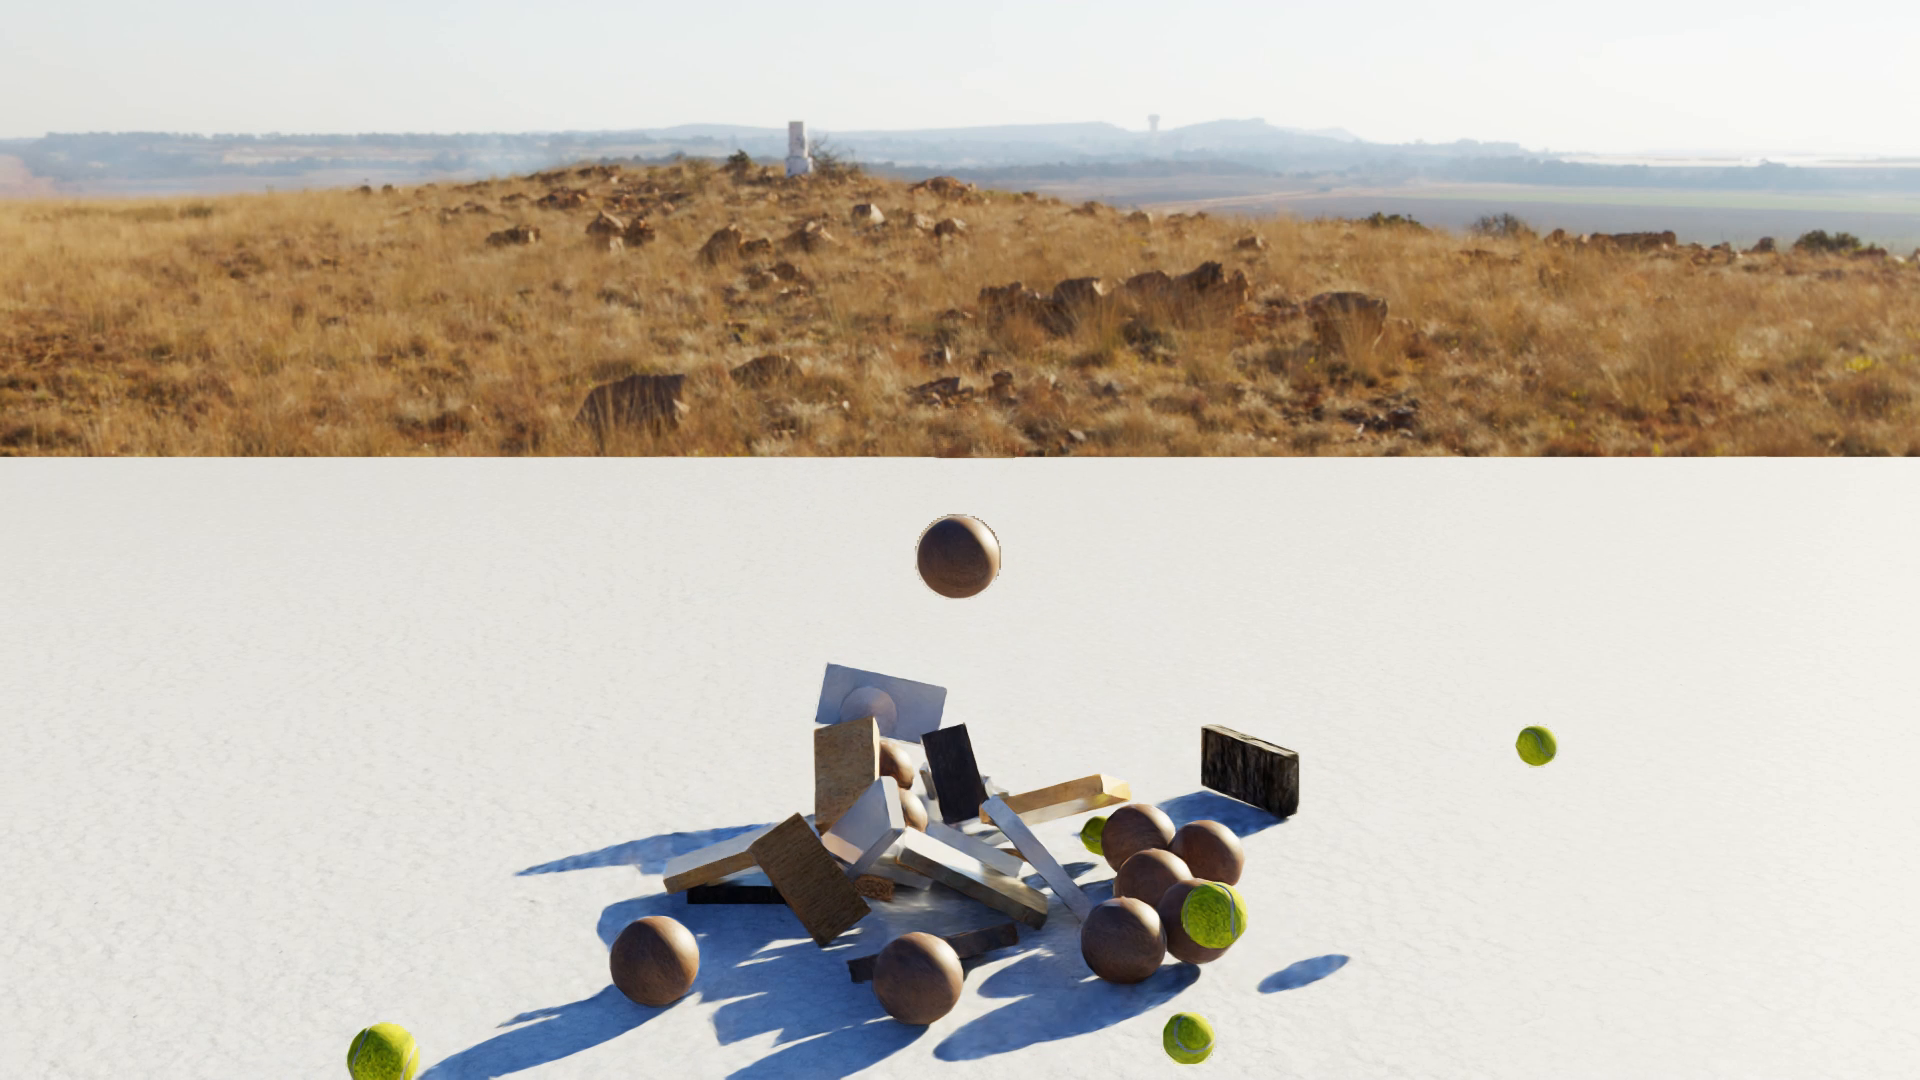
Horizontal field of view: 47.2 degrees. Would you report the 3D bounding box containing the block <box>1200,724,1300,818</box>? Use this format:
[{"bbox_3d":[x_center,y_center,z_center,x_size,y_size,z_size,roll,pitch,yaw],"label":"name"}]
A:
[{"bbox_3d":[0.544,0.433,4.148,0.034,0.118,0.237,-9,14,-33],"label":"block"}]

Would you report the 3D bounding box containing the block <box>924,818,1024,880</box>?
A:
[{"bbox_3d":[0.012,0.531,3.612,0.169,0.024,0.085,25,51,-2],"label":"block"}]

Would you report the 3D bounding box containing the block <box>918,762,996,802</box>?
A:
[{"bbox_3d":[-0.001,0.464,4.110,0.151,0.076,0.021,8,40,35],"label":"block"}]

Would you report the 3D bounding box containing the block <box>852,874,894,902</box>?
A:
[{"bbox_3d":[-0.213,0.551,3.668,0.205,0.029,0.103,13,10,-4],"label":"block"}]

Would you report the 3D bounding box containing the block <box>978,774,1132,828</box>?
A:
[{"bbox_3d":[0.165,0.456,3.815,0.237,0.034,0.118,-17,-20,24],"label":"block"}]

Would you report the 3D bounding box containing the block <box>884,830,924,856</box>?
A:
[{"bbox_3d":[-0.102,0.504,3.675,0.153,0.022,0.077,11,13,11],"label":"block"}]

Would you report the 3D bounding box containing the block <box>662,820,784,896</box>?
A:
[{"bbox_3d":[-0.387,0.527,3.649,0.205,0.029,0.103,-19,10,2],"label":"block"}]

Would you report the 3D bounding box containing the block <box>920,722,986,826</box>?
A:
[{"bbox_3d":[-0.009,0.430,4.032,0.085,0.171,0.024,-14,-10,-7],"label":"block"}]

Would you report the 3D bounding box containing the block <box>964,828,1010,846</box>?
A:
[{"bbox_3d":[0.014,0.525,3.801,0.085,0.024,0.169,-12,-3,26],"label":"block"}]

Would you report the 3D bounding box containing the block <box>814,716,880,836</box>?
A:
[{"bbox_3d":[-0.207,0.431,4.034,0.116,0.033,0.231,-13,42,8],"label":"block"}]

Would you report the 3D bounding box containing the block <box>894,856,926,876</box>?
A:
[{"bbox_3d":[-0.027,0.550,3.685,0.153,0.022,0.076,20,9,13],"label":"block"}]

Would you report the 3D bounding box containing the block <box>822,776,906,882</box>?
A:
[{"bbox_3d":[-0.157,0.475,3.561,0.028,0.194,0.097,14,46,-31],"label":"block"}]

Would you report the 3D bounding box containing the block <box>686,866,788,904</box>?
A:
[{"bbox_3d":[-0.347,0.575,3.671,0.205,0.029,0.103,0,11,0],"label":"block"}]

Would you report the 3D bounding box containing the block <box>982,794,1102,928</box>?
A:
[{"bbox_3d":[0.130,0.514,3.529,0.033,0.231,0.116,-41,18,-5],"label":"block"}]

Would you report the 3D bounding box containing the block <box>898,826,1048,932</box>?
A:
[{"bbox_3d":[0.021,0.543,3.531,0.254,0.028,0.097,27,10,-4],"label":"block"}]

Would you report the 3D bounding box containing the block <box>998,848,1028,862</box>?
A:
[{"bbox_3d":[0.046,0.543,3.757,0.076,0.021,0.151,-8,-2,-36],"label":"block"}]

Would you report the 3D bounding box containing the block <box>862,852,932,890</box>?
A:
[{"bbox_3d":[-0.126,0.544,3.674,0.153,0.022,0.076,16,10,-11],"label":"block"}]

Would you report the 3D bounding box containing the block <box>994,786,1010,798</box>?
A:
[{"bbox_3d":[0.013,0.481,4.200,0.151,0.021,0.076,10,15,44],"label":"block"}]

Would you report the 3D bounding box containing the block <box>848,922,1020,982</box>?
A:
[{"bbox_3d":[-0.039,0.620,3.303,0.231,0.033,0.116,-7,-10,-34],"label":"block"}]

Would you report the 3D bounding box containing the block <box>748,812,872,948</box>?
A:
[{"bbox_3d":[-0.236,0.533,3.453,0.097,0.194,0.028,-32,-10,-37],"label":"block"}]

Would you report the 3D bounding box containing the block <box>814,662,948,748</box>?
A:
[{"bbox_3d":[-0.152,0.320,4.231,0.237,0.118,0.034,12,-14,-4],"label":"block"}]
